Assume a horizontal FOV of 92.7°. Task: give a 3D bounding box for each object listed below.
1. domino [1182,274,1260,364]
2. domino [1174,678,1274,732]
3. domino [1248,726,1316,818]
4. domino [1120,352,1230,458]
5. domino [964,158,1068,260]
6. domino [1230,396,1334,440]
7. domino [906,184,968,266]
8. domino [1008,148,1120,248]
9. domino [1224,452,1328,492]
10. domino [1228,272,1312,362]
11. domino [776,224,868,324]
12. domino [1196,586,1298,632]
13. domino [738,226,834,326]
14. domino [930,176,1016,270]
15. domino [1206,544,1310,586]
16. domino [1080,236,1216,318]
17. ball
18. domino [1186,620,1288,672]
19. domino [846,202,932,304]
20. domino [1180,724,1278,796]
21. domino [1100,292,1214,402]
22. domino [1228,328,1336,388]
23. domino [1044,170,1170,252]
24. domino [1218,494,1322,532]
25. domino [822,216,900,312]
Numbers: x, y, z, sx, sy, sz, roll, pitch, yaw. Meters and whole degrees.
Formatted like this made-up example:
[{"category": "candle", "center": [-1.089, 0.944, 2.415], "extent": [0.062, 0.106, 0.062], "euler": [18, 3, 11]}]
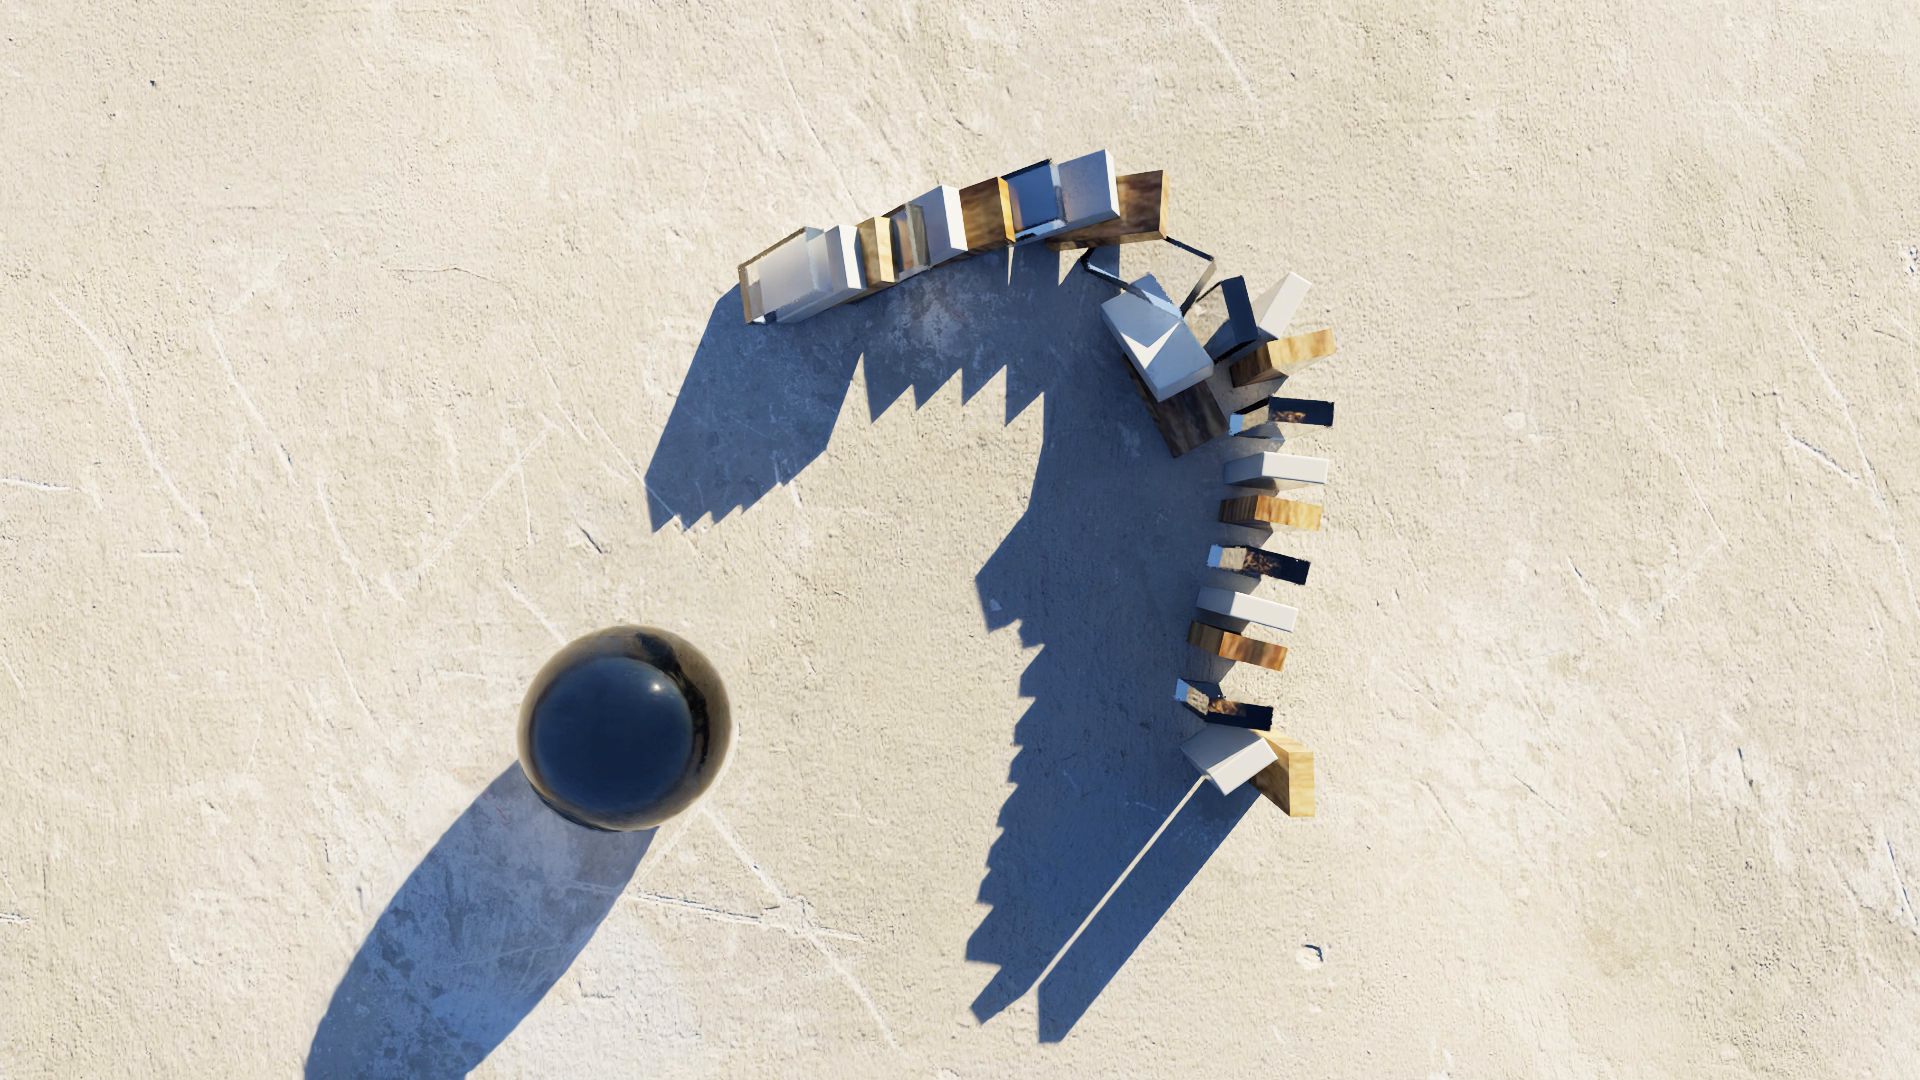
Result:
[{"category": "domino", "center": [0.105, -0.088, 0.375], "extent": [0.009, 0.050, 0.025], "euler": [-15, 90, -5]}, {"category": "domino", "center": [0.107, 0.067, 0.375], "extent": [0.025, 0.050, 0.010], "euler": [9, 90, 0]}, {"category": "domino", "center": [0.131, 0.093, 0.375], "extent": [0.009, 0.050, 0.025], "euler": [-1, 90, 0]}, {"category": "domino", "center": [0.093, -0.064, 0.395], "extent": [0.025, 0.010, 0.050], "euler": [-28, 90, 0]}, {"category": "domino", "center": [0.018, -0.138, 0.384], "extent": [0.050, 0.009, 0.025], "euler": [-10, 88, 28]}, {"category": "domino", "center": [0.130, -0.049, 0.375], "extent": [0.025, 0.050, 0.010], "euler": [5, 90, 0]}, {"category": "domino", "center": [-0.020, -0.125, 0.380], "extent": [0.050, 0.009, 0.025], "euler": [-9, 90, 42]}, {"category": "domino", "center": [0.040, -0.142, 0.384], "extent": [0.050, 0.009, 0.025], "euler": [-7, 87, 28]}, {"category": "domino", "center": [0.128, -0.028, 0.375], "extent": [0.025, 0.050, 0.009], "euler": [7, 90, 0]}, {"category": "domino", "center": [0.124, -0.090, 0.375], "extent": [0.010, 0.050, 0.025], "euler": [31, 90, 0]}, {"category": "domino", "center": [-0.060, -0.109, 0.379], "extent": [0.010, 0.050, 0.025], "euler": [-9, 90, -45]}, {"category": "domino", "center": [0.116, 0.028, 0.375], "extent": [0.025, 0.050, 0.010], "euler": [15, 90, 0]}, {"category": "domino", "center": [-0.073, -0.108, 0.379], "extent": [0.010, 0.050, 0.025], "euler": [-9, 90, -45]}, {"category": "domino", "center": [-0.003, -0.131, 0.384], "extent": [0.050, 0.010, 0.025], "euler": [-9, 90, 28]}, {"category": "domino", "center": [0.121, 0.010, 0.375], "extent": [0.025, 0.050, 0.010], "euler": [15, 90, 0]}, {"category": "domino", "center": [0.079, -0.116, 0.385], "extent": [0.050, 0.009, 0.025], "euler": [35, 90, 24]}, {"category": "ball", "center": [-0.130, 0.073, 0.360], "extent": [0.080, 0.080, 0.080], "euler": [0, 90, 0]}, {"category": "domino", "center": [0.112, 0.043, 0.375], "extent": [0.025, 0.050, 0.010], "euler": [14, 90, 0]}, {"category": "domino", "center": [-0.034, -0.117, 0.379], "extent": [0.010, 0.050, 0.025], "euler": [-9, 90, -45]}, {"category": "domino", "center": [0.109, 0.087, 0.375], "extent": [0.025, 0.050, 0.010], "euler": [-35, 90, 0]}, {"category": "domino", "center": [0.082, -0.084, 0.384], "extent": [0.025, 0.010, 0.050], "euler": [-27, 64, 1]}, {"category": "domino", "center": [0.131, -0.074, 0.375], "extent": [0.025, 0.050, 0.009], "euler": [-12, 90, 0]}, {"category": "domino", "center": [0.061, -0.137, 0.383], "extent": [0.050, 0.010, 0.025], "euler": [3, 88, 29]}, {"category": "domino", "center": [0.126, -0.010, 0.375], "extent": [0.025, 0.050, 0.010], "euler": [11, 90, 0]}, {"category": "domino", "center": [-0.046, -0.113, 0.379], "extent": [0.010, 0.050, 0.025], "euler": [-9, 93, -45]}]
